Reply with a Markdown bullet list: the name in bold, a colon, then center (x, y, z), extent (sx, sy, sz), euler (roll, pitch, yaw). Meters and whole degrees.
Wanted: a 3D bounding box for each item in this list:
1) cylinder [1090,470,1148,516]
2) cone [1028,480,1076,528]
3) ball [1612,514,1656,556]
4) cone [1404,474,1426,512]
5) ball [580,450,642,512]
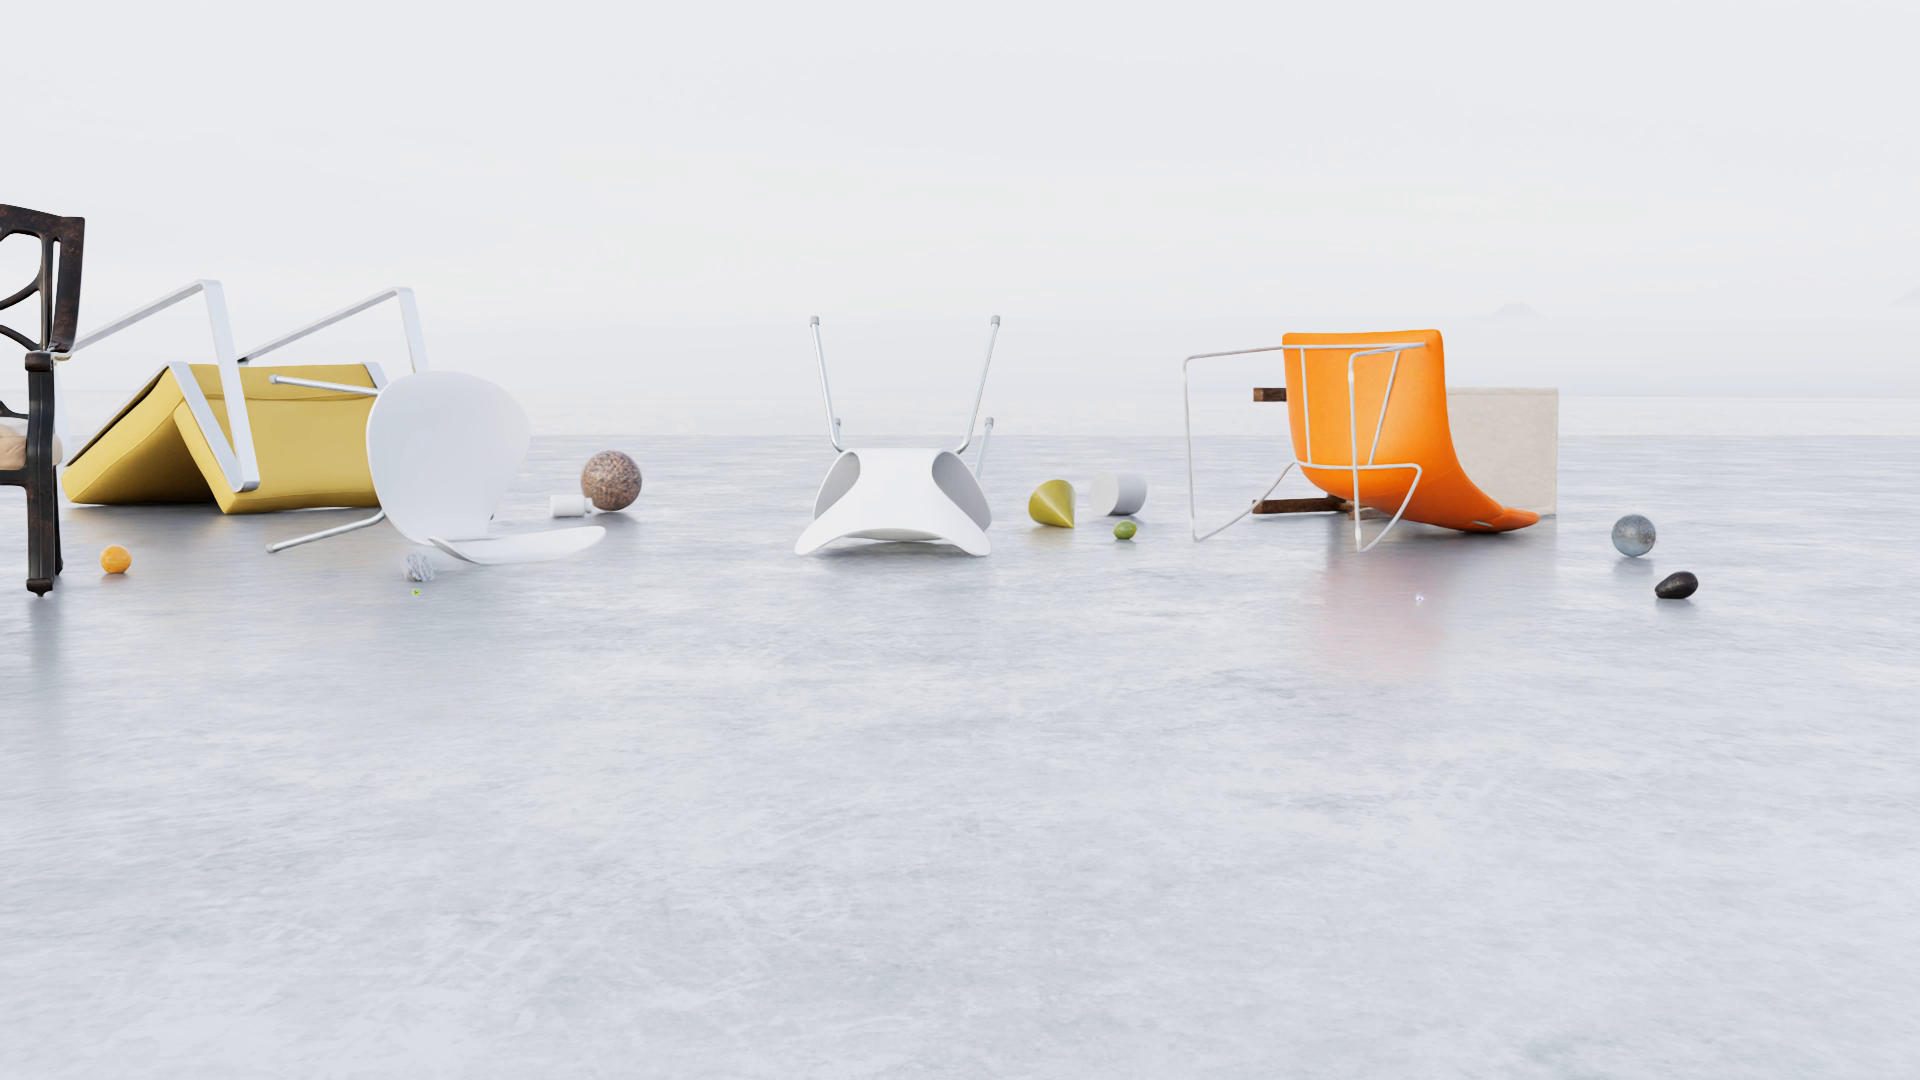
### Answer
- **cylinder**: center (0.560, -0.165, 7.798), extent (0.134, 0.172, 0.144), euler (-3, 49, -38)
- **cone**: center (0.335, -0.081, 7.158), extent (0.177, 0.171, 0.169), euler (41, 7, -39)
- **ball**: center (1.804, -0.013, 5.886), extent (0.116, 0.116, 0.116), euler (0, 4, 0)
- **cone**: center (1.683, -0.179, 8.124), extent (0.074, 0.142, 0.092), euler (-2, 5, -30)
- **ball**: center (-1.279, -0.218, 8.061), extent (0.227, 0.227, 0.227), euler (0, 4, 0)
